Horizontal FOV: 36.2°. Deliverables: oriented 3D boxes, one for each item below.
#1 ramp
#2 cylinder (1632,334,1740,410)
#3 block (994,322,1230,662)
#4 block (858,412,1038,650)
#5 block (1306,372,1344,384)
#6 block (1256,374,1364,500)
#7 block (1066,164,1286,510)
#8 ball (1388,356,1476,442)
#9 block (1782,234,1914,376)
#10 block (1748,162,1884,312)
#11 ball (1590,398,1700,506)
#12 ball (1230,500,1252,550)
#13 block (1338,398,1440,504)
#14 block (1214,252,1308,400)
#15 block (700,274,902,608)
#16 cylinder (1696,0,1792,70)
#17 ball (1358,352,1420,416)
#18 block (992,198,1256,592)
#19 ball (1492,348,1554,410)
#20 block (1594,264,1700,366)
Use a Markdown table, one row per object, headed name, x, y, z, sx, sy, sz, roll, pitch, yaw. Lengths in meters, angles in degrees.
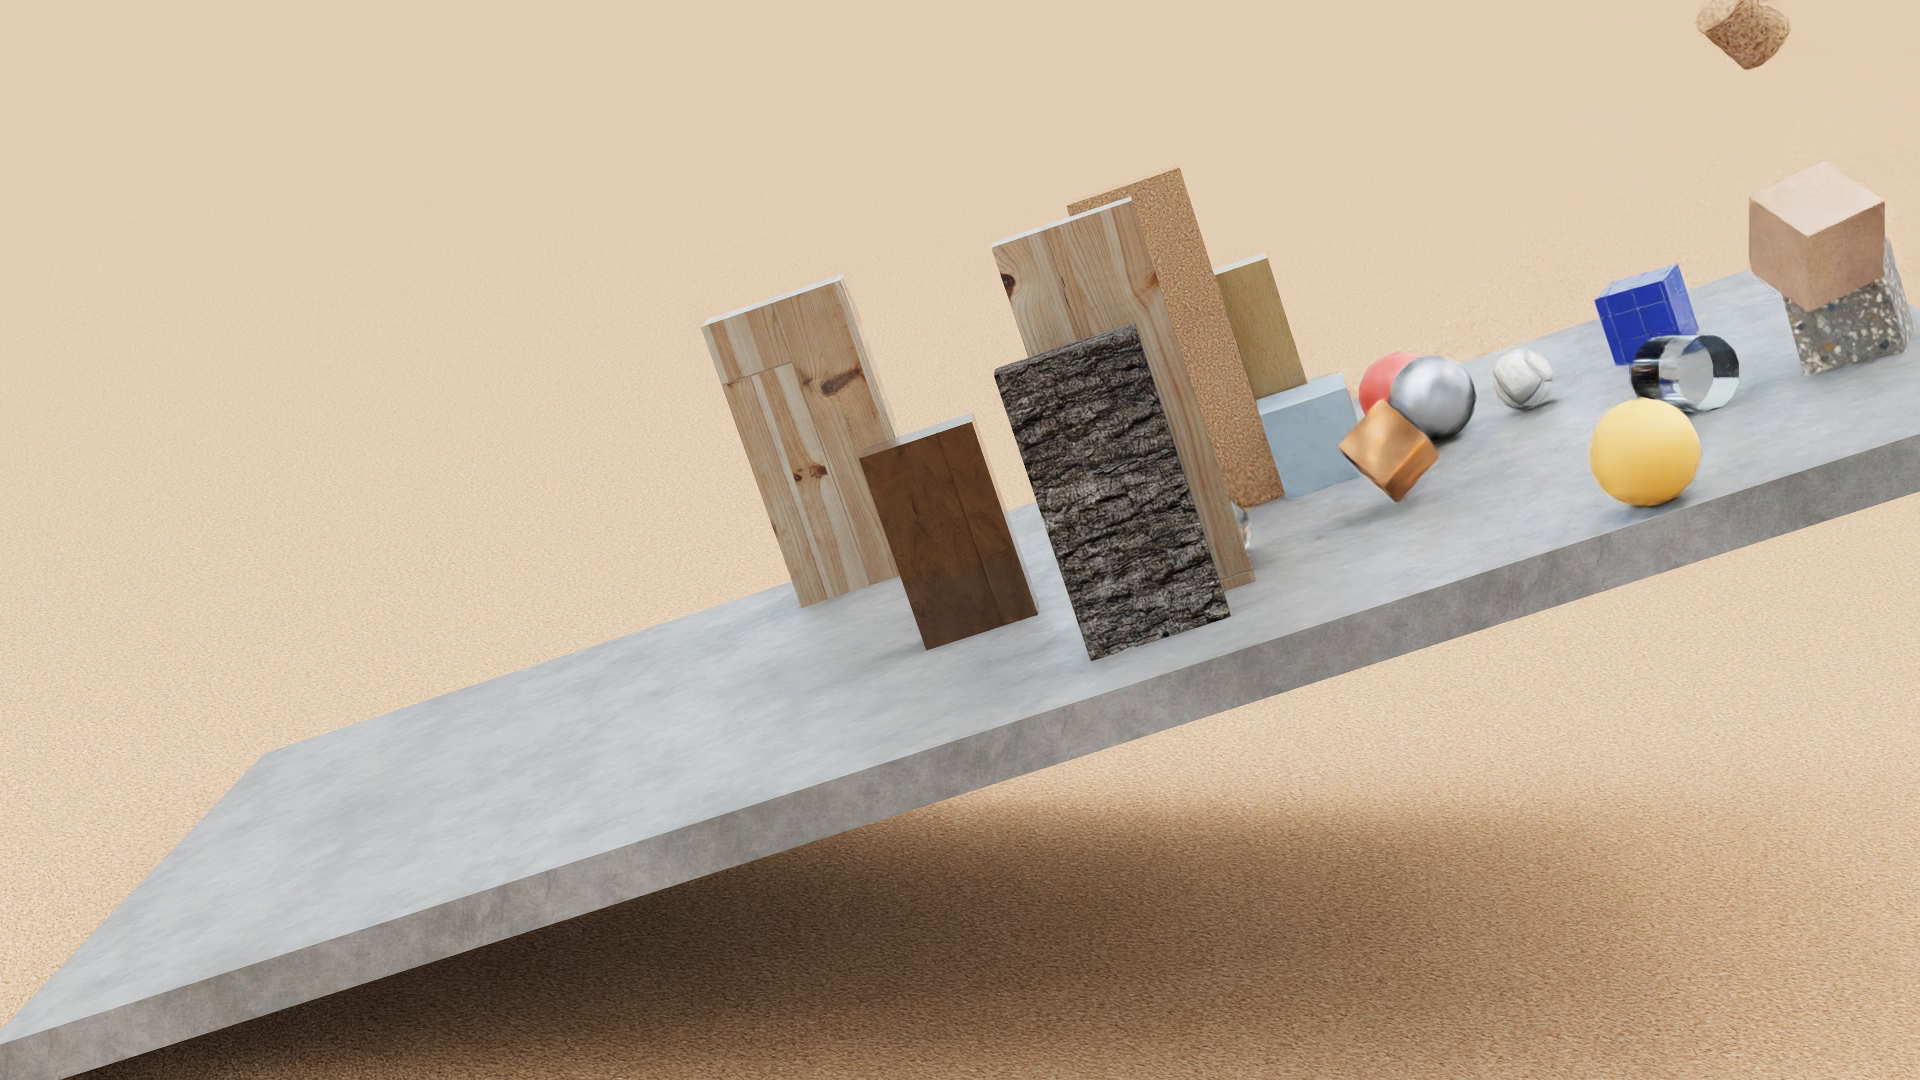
| name | x | y | z | sx | sy | sz | roll | pitch | yaw |
| --- | --- | --- | --- | --- | --- | --- | --- | --- | --- |
| ramp | 0.107 | 0.180 | 6.305 | 4.000 | 0.100 | 2.000 | -18 | 11 | 6 |
| cylinder | 1.448 | -0.334 | 5.877 | 0.151 | 0.151 | 0.151 | -5 | 5 | -23 |
| block | 0.287 | -0.089 | 5.525 | 0.277 | 0.575 | 0.086 | -18 | 11 | 6 |
| block | -0.021 | -0.018 | 6.103 | 0.244 | 0.426 | 0.118 | -18 | 11 | 6 |
| block | 0.825 | -0.301 | 6.848 | 0.130 | 0.130 | 0.130 | -12 | 13 | 34 |
| block | 0.770 | -0.226 | 6.395 | 0.195 | 0.195 | 0.195 | -18 | 11 | 7 |
| block | 0.468 | -0.416 | 6.376 | 0.254 | 0.747 | 0.111 | -18 | 11 | 6 |
| ball | 1.024 | -0.306 | 6.372 | 0.187 | 0.187 | 0.187 | 0 | 12 | 0 |
| block | 1.770 | -0.469 | 5.870 | 0.198 | 0.198 | 0.198 | -14 | 12 | 26 |
| block | 1.639 | -0.581 | 5.629 | 0.176 | 0.176 | 0.176 | -25 | 40 | -13 |
| ball | 1.225 | -0.157 | 5.264 | 0.194 | 0.194 | 0.194 | 0 | 12 | 0 |
| ball | 0.516 | -0.015 | 5.912 | 0.140 | 0.140 | 0.140 | 0 | 12 | 0 |
| block | 0.864 | -0.179 | 5.924 | 0.130 | 0.130 | 0.130 | 44 | 3 | 24 |
| block | 0.566 | -0.342 | 6.548 | 0.395 | 0.485 | 0.101 | -18 | 11 | 6 |
| block | -0.323 | -0.234 | 6.946 | 0.346 | 0.706 | 0.128 | -18 | 11 | 6 |
| cylinder | 1.674 | -1.104 | 6.285 | 0.140 | 0.140 | 0.140 | 35 | 0 | -20 |
| ball | 0.982 | -0.326 | 6.551 | 0.185 | 0.185 | 0.185 | 0 | 12 | 0 |
| block | 0.319 | -0.247 | 5.707 | 0.282 | 0.780 | 0.083 | -18 | 11 | 6 |
| ball | 1.223 | -0.350 | 6.395 | 0.132 | 0.132 | 0.132 | 0 | 12 | 0 |
| block | 1.527 | -0.500 | 6.535 | 0.159 | 0.159 | 0.159 | -15 | 11 | 29 |
